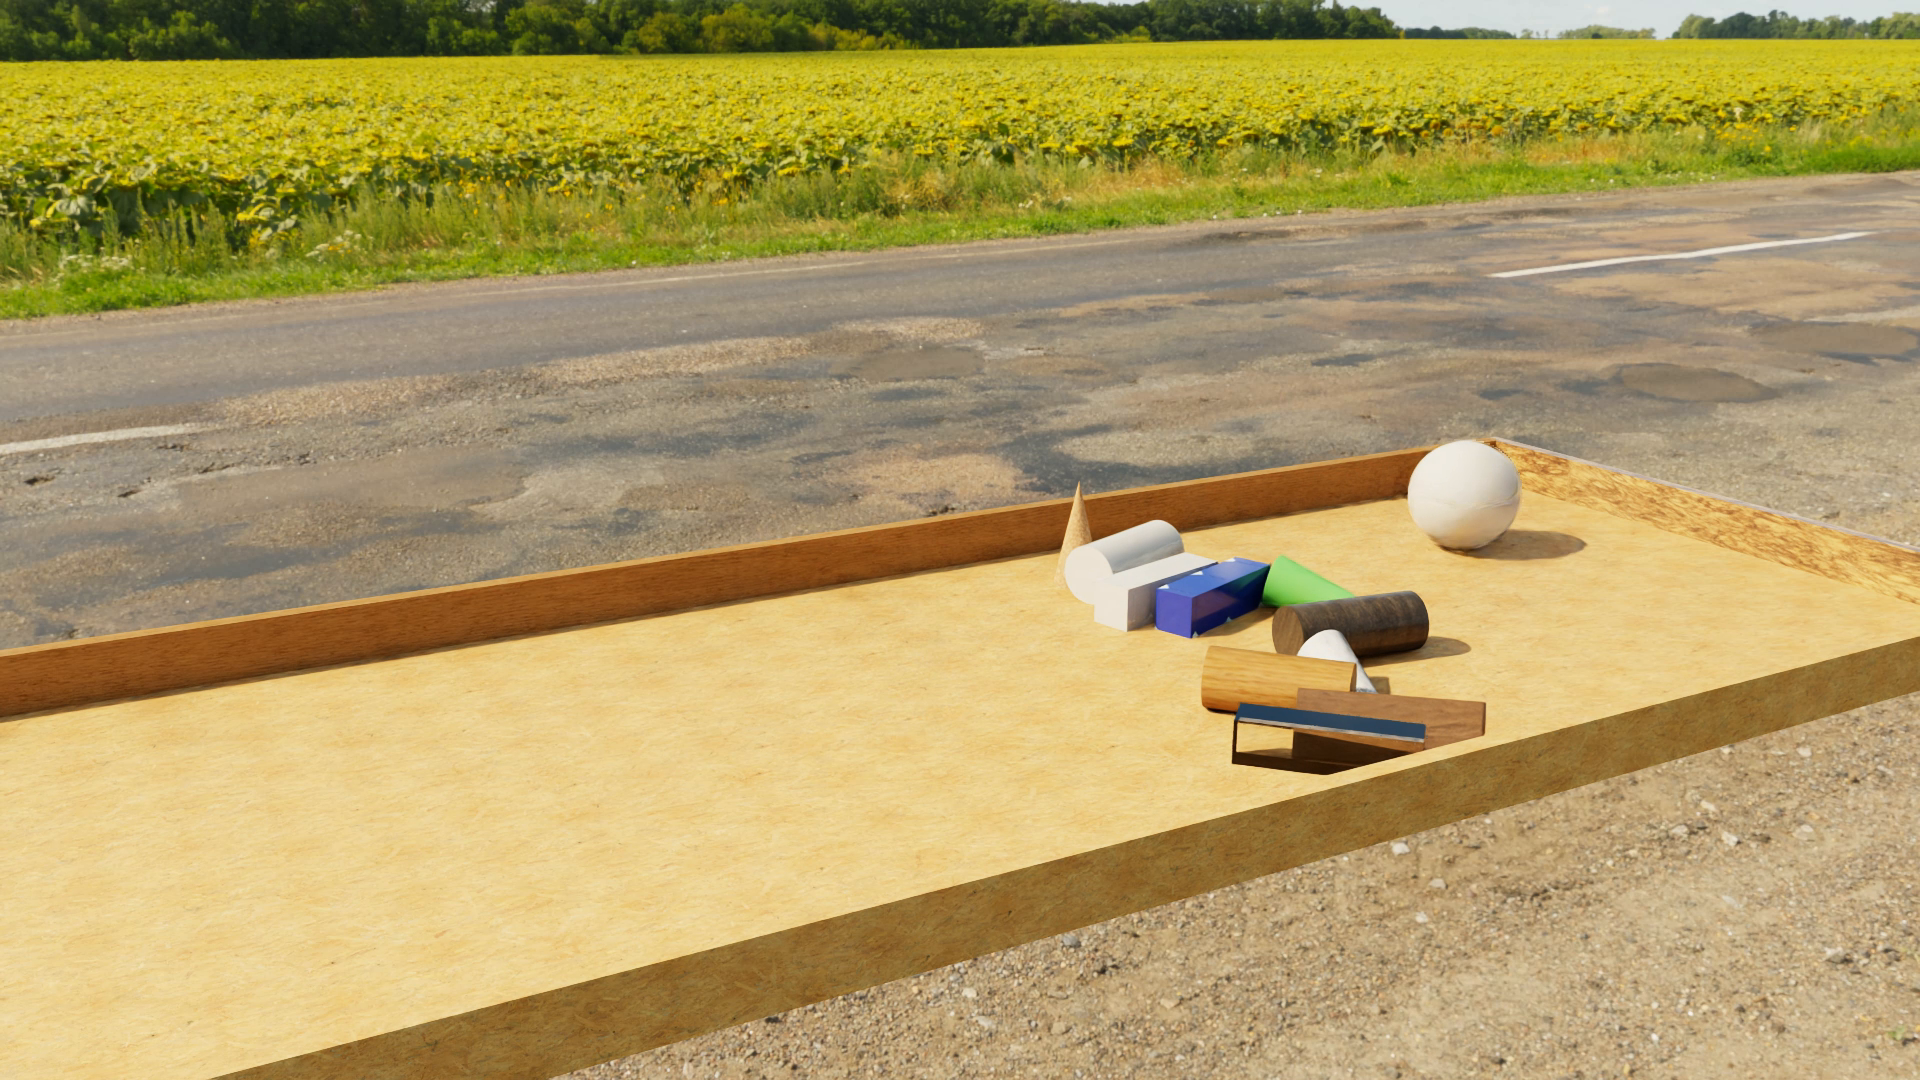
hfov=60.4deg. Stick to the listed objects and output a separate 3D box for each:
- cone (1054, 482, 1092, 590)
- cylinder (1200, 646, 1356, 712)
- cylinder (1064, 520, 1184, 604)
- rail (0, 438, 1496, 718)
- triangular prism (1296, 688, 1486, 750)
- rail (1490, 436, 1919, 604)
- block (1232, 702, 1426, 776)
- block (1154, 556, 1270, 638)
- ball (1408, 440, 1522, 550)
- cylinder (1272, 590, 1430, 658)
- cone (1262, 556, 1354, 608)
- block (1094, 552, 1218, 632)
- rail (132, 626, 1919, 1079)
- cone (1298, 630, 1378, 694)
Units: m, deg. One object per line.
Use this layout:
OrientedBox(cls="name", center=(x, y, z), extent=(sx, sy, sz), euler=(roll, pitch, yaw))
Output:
OrientedBox(cls="cone", center=(0.349, -0.023, 4.873), extent=(0.143, 0.316, 0.143), euler=(0, 16, 0))
OrientedBox(cls="cylinder", center=(0.757, 0.345, 3.915), extent=(0.342, 0.150, 0.150), euler=(6, 17, 19))
OrientedBox(cls="cylinder", center=(0.486, 0.062, 4.840), extent=(0.172, 0.172, 0.364), euler=(14, 21, 39))
OrientedBox(cls="rail", center=(-3.305, 0.497, 3.399), extent=(12.000, 0.150, 0.050), euler=(-9, 18, -27))
OrientedBox(cls="triangular prism", center=(0.970, 0.409, 3.730), extent=(0.412, 0.125, 0.144), euler=(4, 17, 12))
OrientedBox(cls="rail", center=(2.466, -0.048, 5.253), extent=(0.050, 0.150, 2.100), euler=(-9, 18, -27))
OrientedBox(cls="block", center=(0.812, 0.450, 3.636), extent=(0.405, 0.105, 0.105), euler=(5, 17, 17))
OrientedBox(cls="block", center=(0.711, 0.157, 4.614), extent=(0.116, 0.116, 0.400), euler=(14, 21, 39))
OrientedBox(cls="ball", center=(1.596, -0.141, 5.224), extent=(0.346, 0.346, 0.346), euler=(0, 16, 0))
OrientedBox(cls="cylinder", center=(1.016, 0.229, 4.295), extent=(0.373, 0.157, 0.157), euler=(-6, 17, -19))
OrientedBox(cls="cone", center=(1.072, 0.179, 4.614), extent=(0.418, 0.152, 0.152), euler=(19, 23, 24))
OrientedBox(cls="block", center=(0.556, 0.143, 4.653), extent=(0.388, 0.121, 0.121), euler=(-15, 22, -41))
OrientedBox(cls="rail", center=(-2.336, 1.006, 1.665), extent=(12.000, 0.150, 0.050), euler=(-9, 18, -27))
OrientedBox(cls="cone", center=(0.963, 0.364, 3.987), extent=(0.150, 0.150, 0.321), euler=(-7, 31, -22))
